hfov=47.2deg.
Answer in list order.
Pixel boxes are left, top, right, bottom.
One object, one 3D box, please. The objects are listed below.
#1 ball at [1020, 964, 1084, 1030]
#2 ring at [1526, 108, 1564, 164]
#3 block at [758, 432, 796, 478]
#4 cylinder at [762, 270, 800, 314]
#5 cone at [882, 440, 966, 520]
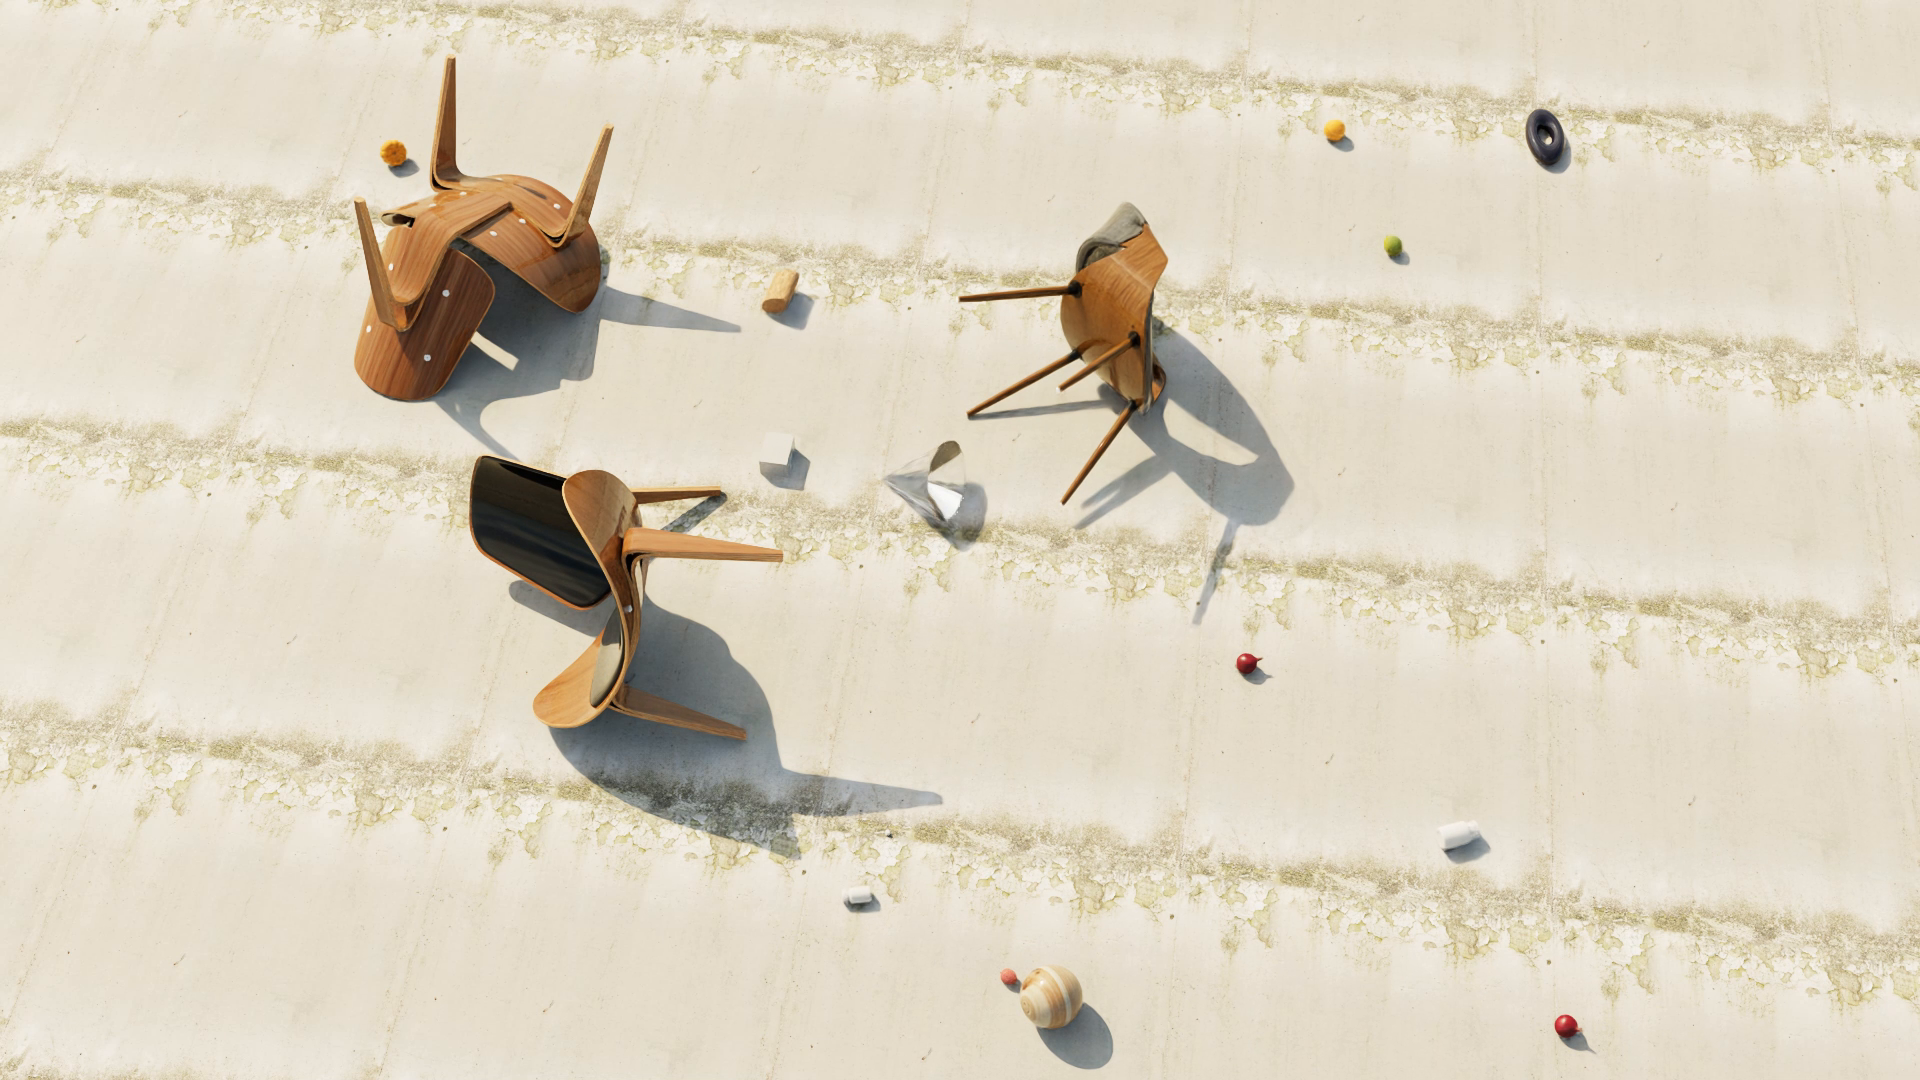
[{"bbox_3d":[0.236,1.180,5.683,0.164,0.164,0.164,0,56,0],"label":"ball"},{"bbox_3d":[1.985,-1.370,7.463,0.132,0.050,0.254,2,56,0],"label":"ring"},{"bbox_3d":[-0.557,-0.261,6.709,0.086,0.067,0.114,8,56,5],"label":"block"},{"bbox_3d":[-0.576,-0.798,7.059,0.106,0.065,0.125,-15,45,41],"label":"cylinder"},{"bbox_3d":[-0.140,-0.184,6.640,0.235,0.206,0.250,2,62,30],"label":"cone"}]
